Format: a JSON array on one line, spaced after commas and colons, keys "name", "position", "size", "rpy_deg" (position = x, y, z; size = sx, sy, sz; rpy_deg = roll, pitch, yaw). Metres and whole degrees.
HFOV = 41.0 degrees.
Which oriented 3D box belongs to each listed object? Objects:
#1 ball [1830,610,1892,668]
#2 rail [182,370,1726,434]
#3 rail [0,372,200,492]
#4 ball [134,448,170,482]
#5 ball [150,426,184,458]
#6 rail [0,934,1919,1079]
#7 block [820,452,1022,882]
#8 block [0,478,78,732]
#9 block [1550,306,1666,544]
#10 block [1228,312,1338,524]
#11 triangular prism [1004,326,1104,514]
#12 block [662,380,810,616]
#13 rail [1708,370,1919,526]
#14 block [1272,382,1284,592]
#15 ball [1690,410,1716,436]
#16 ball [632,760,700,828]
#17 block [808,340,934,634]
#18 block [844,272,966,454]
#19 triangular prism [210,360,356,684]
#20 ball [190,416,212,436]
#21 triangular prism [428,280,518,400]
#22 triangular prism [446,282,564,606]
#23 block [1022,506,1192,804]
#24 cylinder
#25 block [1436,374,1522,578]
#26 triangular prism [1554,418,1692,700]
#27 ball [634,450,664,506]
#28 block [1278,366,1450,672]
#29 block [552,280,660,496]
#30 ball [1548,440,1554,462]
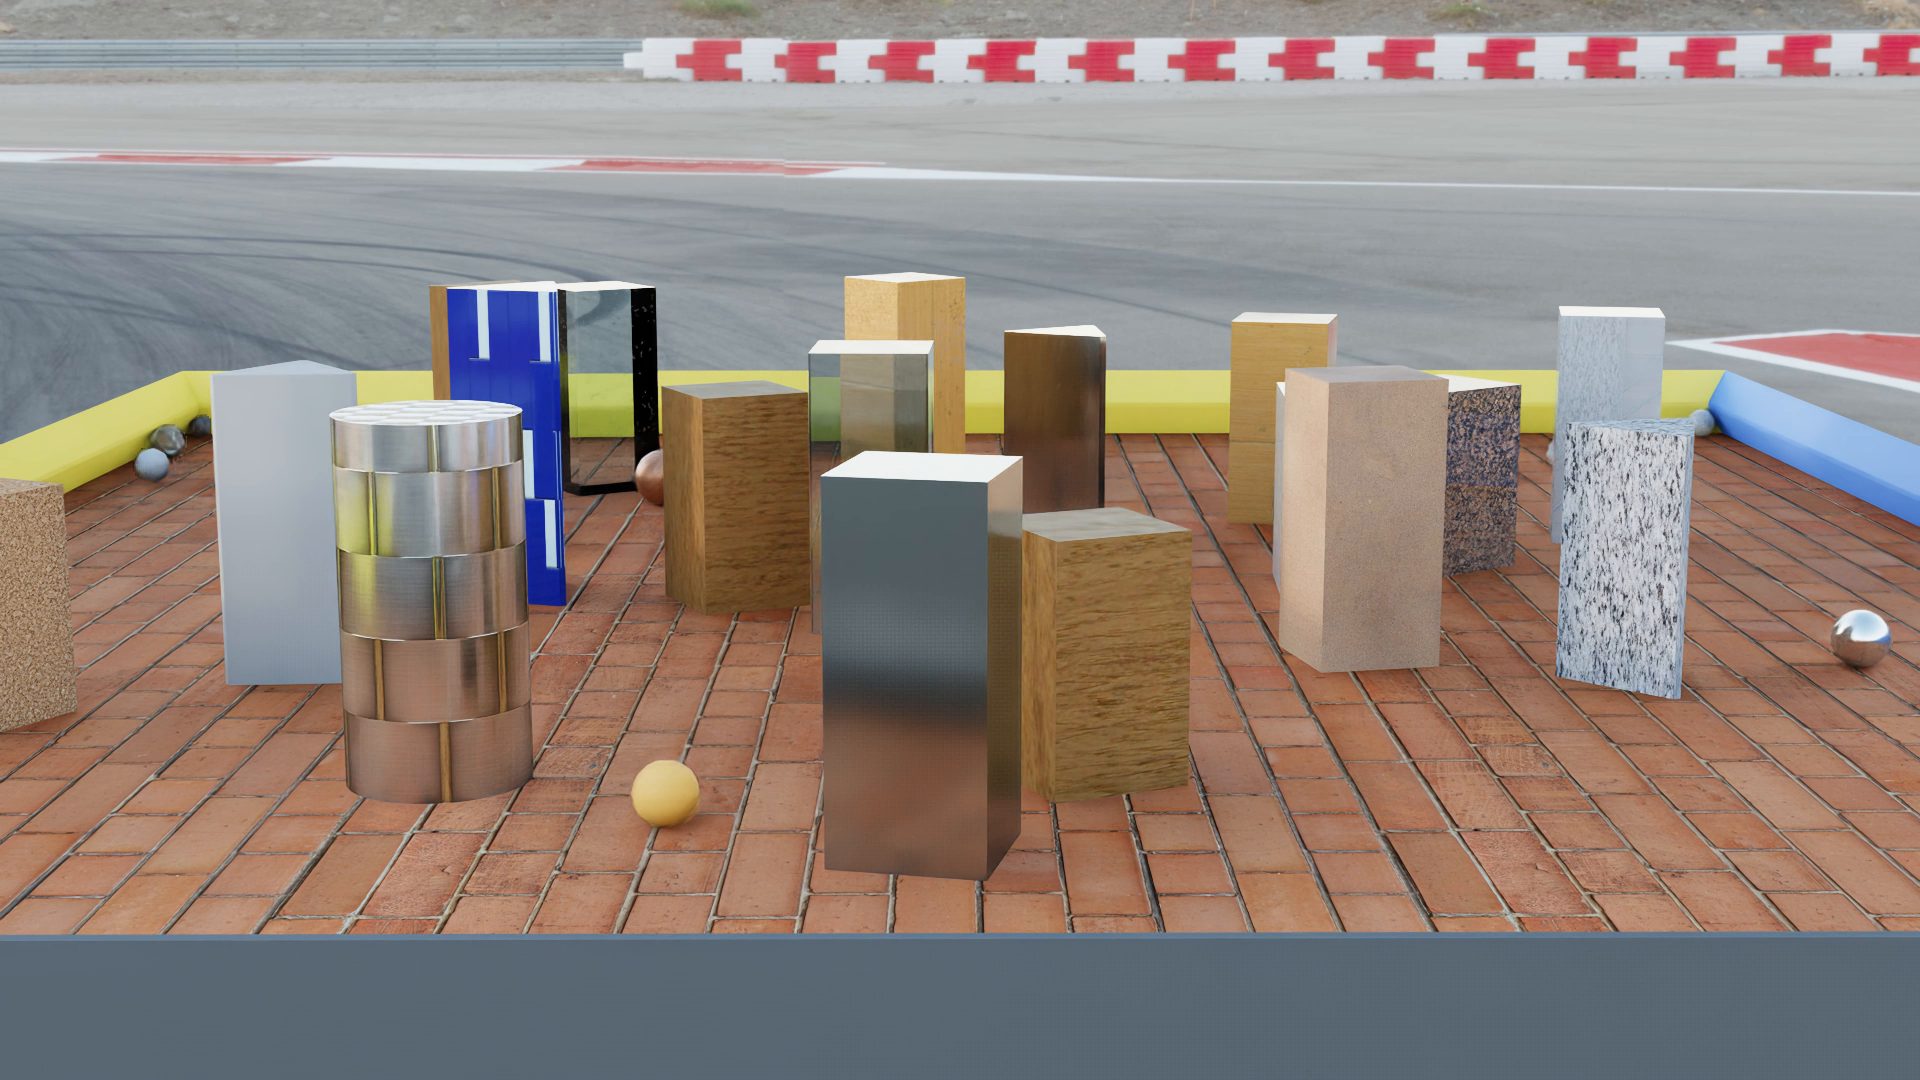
[{"name": "ball", "position": [1.097, 0.120, 3.126], "size": [0.070, 0.070, 0.070], "rpy_deg": [0, 11, 0]}, {"name": "rail", "position": [-0.009, -0.270, 5.068], "size": [3.059, 0.123, 0.045], "rpy_deg": [0, 11, 0]}, {"name": "rail", "position": [-1.506, 0.033, 3.441], "size": [0.045, 0.123, 3.340], "rpy_deg": [0, 11, 0]}, {"name": "ball", "position": [-1.419, -0.131, 4.508], "size": [0.058, 0.058, 0.058], "rpy_deg": [0, 11, 0]}, {"name": "ball", "position": [-1.475, -0.182, 4.774], "size": [0.060, 0.060, 0.060], "rpy_deg": [0, 11, 0]}, {"name": "rail", "position": [0.009, 0.333, 1.831], "size": [3.059, 0.123, 0.045], "rpy_deg": [0, 11, 0]}, {"name": "block", "position": [-0.033, 0.112, 2.368], "size": [0.152, 0.364, 0.152], "rpy_deg": [2, 11, 13]}, {"name": "block", "position": [-1.107, 0.071, 2.866], "size": [0.152, 0.261, 0.152], "rpy_deg": [5, 12, 27]}, {"name": "block", "position": [0.997, -0.178, 3.961], "size": [0.152, 0.350, 0.152], "rpy_deg": [2, 11, 11]}, {"name": "block", "position": [0.521, -0.197, 4.140], "size": [0.152, 0.323, 0.152], "rpy_deg": [3, 11, 13]}, {"name": "triangular prism", "position": [0.172, -0.161, 3.935], "size": [0.165, 0.325, 0.142], "rpy_deg": [5, 12, 26]}, {"name": "block", "position": [-0.305, -0.061, 3.494], "size": [0.152, 0.291, 0.152], "rpy_deg": [-5, 12, -27]}, {"name": "rail", "position": [1.506, 0.030, 3.458], "size": [0.045, 0.123, 3.340], "rpy_deg": [0, 11, 0]}, {"name": "block", "position": [0.523, -0.074, 3.605], "size": [0.152, 0.277, 0.152], "rpy_deg": [1, 11, 3]}, {"name": "ball", "position": [1.461, -0.230, 5.051], "size": [0.054, 0.054, 0.054], "rpy_deg": [0, 11, 0]}, {"name": "ball", "position": [-0.284, 0.244, 2.472], "size": [0.066, 0.066, 0.066], "rpy_deg": [0, 11, 0]}, {"name": "block", "position": [-0.113, -0.071, 3.350], "size": [0.152, 0.364, 0.152], "rpy_deg": [0, 11, 2]}, {"name": "block", "position": [-0.098, -0.292, 4.569], "size": [0.152, 0.351, 0.152], "rpy_deg": [-9, 14, -39]}, {"name": "triangular prism", "position": [-0.793, -0.024, 3.084], "size": [0.165, 0.369, 0.142], "rpy_deg": [-1, 11, -4]}, {"name": "ball", "position": [-1.494, -0.223, 5.048], "size": [0.041, 0.041, 0.041], "rpy_deg": [0, 11, 0]}, {"name": "triangular prism", "position": [-0.745, -0.227, 4.156], "size": [0.165, 0.376, 0.142], "rpy_deg": [3, 11, 16]}, {"name": "triangular prism", "position": [-0.592, -0.137, 3.536], "size": [0.165, 0.426, 0.142], "rpy_deg": [4, 11, 19]}, {"name": "block", "position": [0.132, 0.114, 2.628], "size": [0.152, 0.265, 0.152], "rpy_deg": [-5, 12, -24]}, {"name": "cylinder", "position": [-0.536, 0.059, 2.611], "size": [0.190, 0.380, 0.190], "rpy_deg": [0, 11, 0]}, {"name": "block", "position": [0.707, -0.097, 3.754], "size": [0.152, 0.267, 0.152], "rpy_deg": [-8, 13, -35]}, {"name": "triangular prism", "position": [0.824, 0.014, 3.051], "size": [0.142, 0.307, 0.165], "rpy_deg": [-10, 15, -44]}, {"name": "ball", "position": [-0.494, -0.105, 4.270], "size": [0.093, 0.093, 0.093], "rpy_deg": [0, 11, 0]}, {"name": "block", "position": [0.494, -0.029, 3.157], "size": [0.152, 0.353, 0.152], "rpy_deg": [-2, 11, -12]}, {"name": "block", "position": [-0.624, -0.264, 4.430], "size": [0.152, 0.348, 0.152], "rpy_deg": [-7, 13, -33]}, {"name": "ball", "position": [1.095, -0.159, 4.652], "size": [0.059, 0.059, 0.059], "rpy_deg": [0, 11, 0]}]
